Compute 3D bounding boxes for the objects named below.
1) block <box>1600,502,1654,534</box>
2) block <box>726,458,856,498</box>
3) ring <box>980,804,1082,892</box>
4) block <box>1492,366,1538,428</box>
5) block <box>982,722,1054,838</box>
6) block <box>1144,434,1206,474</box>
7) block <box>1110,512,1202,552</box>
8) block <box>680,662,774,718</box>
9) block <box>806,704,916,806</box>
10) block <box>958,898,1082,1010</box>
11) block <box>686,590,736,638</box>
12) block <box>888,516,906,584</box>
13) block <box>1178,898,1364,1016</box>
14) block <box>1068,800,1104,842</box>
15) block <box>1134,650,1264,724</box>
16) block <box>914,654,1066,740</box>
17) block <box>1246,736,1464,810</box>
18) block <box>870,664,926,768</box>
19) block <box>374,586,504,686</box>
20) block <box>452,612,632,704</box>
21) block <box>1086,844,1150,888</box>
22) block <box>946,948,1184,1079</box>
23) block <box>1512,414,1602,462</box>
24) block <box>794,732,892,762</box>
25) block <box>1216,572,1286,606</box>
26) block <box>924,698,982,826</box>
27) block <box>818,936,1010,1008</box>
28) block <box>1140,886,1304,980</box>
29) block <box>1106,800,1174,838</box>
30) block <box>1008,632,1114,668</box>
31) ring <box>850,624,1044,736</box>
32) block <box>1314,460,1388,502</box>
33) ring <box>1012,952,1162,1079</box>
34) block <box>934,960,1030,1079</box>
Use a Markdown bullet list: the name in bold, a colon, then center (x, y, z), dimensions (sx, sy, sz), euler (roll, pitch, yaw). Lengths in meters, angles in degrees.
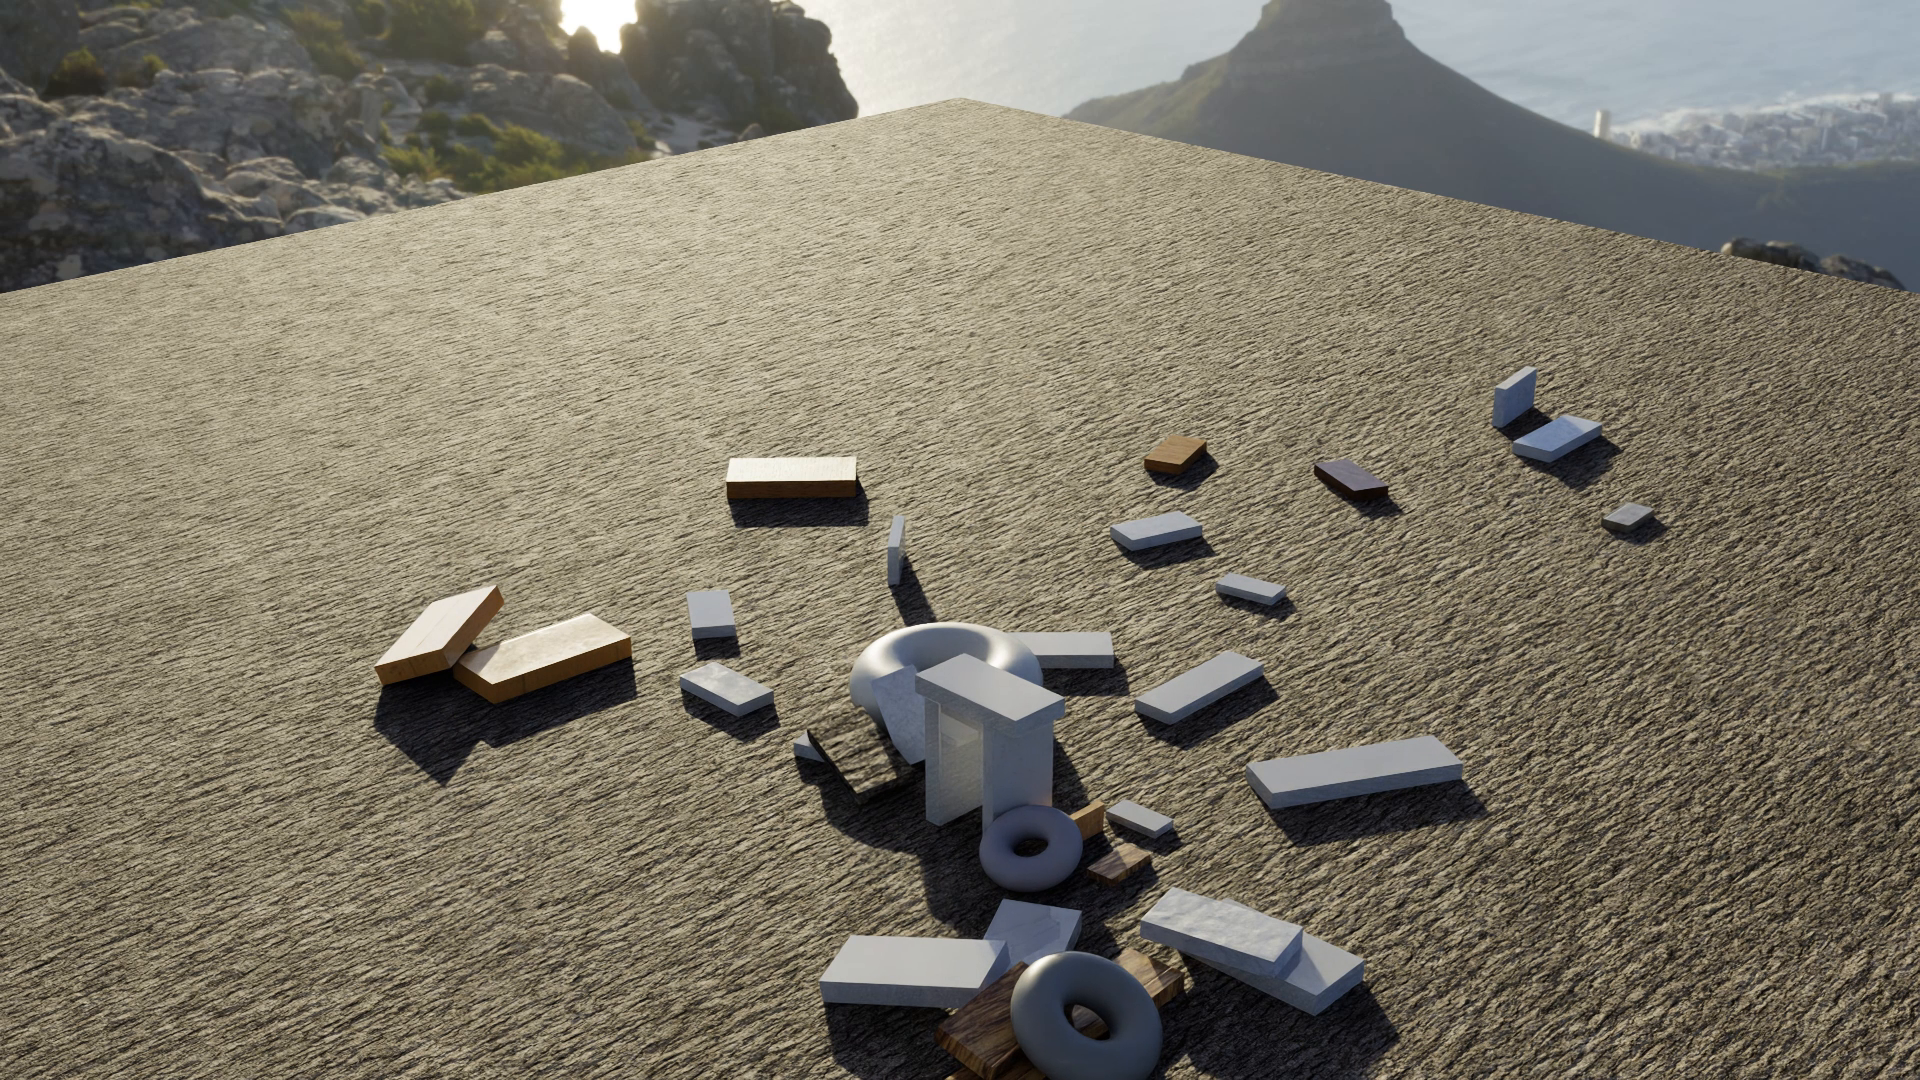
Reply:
- **block**: center (1.784, -0.061, 5.875), dimensions (0.077, 0.022, 0.155), euler (19, 29, 37)
- **block**: center (-0.465, -0.174, 6.106), dimensions (0.353, 0.050, 0.176), euler (-1, 23, -2)
- **ring**: center (0.137, 0.593, 4.230), dimensions (0.202, 0.067, 0.202), euler (-8, 39, 7)
- **block**: center (1.671, -0.432, 6.625), dimensions (0.034, 0.121, 0.241), euler (15, 27, 32)
- **block**: center (0.113, 0.467, 4.307), dimensions (0.138, 0.275, 0.039), euler (-13, 26, -29)
- **block**: center (0.618, -0.245, 6.299), dimensions (0.109, 0.031, 0.218), euler (11, 25, 24)
- **block**: center (0.516, -0.024, 5.778), dimensions (0.218, 0.031, 0.109), euler (-12, 26, -26)
- **block**: center (-0.524, 0.334, 4.936), dimensions (0.205, 0.029, 0.103), euler (21, 31, 40)
- **block**: center (-0.208, 0.448, 4.587), dimensions (0.130, 0.037, 0.259), euler (-21, 36, -19)
- **block**: center (0.110, 0.750, 3.939), dimensions (0.150, 0.043, 0.301), euler (6, 24, 15)
- **block**: center (-0.601, 0.178, 5.304), dimensions (0.103, 0.029, 0.205), euler (-4, 23, -9)
- **block**: center (-0.161, 0.024, 5.572), dimensions (0.029, 0.103, 0.205), euler (1, 23, 3)
- **block**: center (0.556, 0.745, 3.950), dimensions (0.301, 0.043, 0.150), euler (20, 30, 39)
- **block**: center (0.237, 0.566, 4.346), dimensions (0.123, 0.062, 0.017), euler (-21, 33, -40)
- **block**: center (0.540, 0.330, 4.946), dimensions (0.101, 0.029, 0.340), euler (20, 30, 39)
- **block**: center (0.057, 0.302, 4.293), dimensions (0.138, 0.039, 0.275), euler (-21, 31, -40)
- **block**: center (0.821, 0.482, 4.578), dimensions (0.433, 0.037, 0.130), euler (-7, 24, -16)
- **block**: center (-0.107, 0.374, 4.637), dimensions (0.101, 0.202, 0.029), euler (-22, -20, 0)
- **block**: center (-1.206, 0.218, 5.111), dimensions (0.176, 0.050, 0.353), euler (-15, 19, 15)
- **block**: center (-0.960, 0.269, 5.062), dimensions (0.367, 0.050, 0.176), euler (-19, 30, -38)
- **block**: center (0.306, 0.629, 4.256), dimensions (0.062, 0.017, 0.123), euler (19, 29, 37)
- **block**: center (0.161, 0.850, 3.715), dimensions (0.120, 0.034, 0.583), euler (19, 29, 37)
- **block**: center (1.744, -0.297, 6.418), dimensions (0.121, 0.034, 0.313), euler (19, 30, 38)
- **block**: center (-0.241, 0.444, 4.677), dimensions (0.203, 0.029, 0.101), euler (11, 26, 25)
- **block**: center (0.720, 0.121, 5.448), dimensions (0.155, 0.022, 0.077), euler (15, 27, 31)
- **block**: center (-0.007, 0.423, 4.411), dimensions (0.138, 0.275, 0.039), euler (-21, 31, -41)
- **block**: center (-0.079, 0.756, 3.854), dimensions (0.301, 0.043, 0.150), euler (-2, 21, 22)
- **block**: center (0.469, 0.704, 3.946), dimensions (0.259, 0.037, 0.130), euler (13, 26, 28)
- **block**: center (0.361, 0.560, 4.418), dimensions (0.123, 0.017, 0.062), euler (19, 30, 38)
- **block**: center (0.233, 0.256, 5.113), dimensions (0.241, 0.034, 0.121), euler (0, 23, 0)
- **ring**: center (-0.030, 0.314, 4.843), dimensions (0.429, 0.143, 0.429), euler (-1, 23, 0)
- **block**: center (1.087, -0.167, 6.115), dimensions (0.109, 0.031, 0.218), euler (-9, 24, -19)
- **ring**: center (0.211, 0.802, 3.658), dimensions (0.268, 0.089, 0.268), euler (15, 39, -13)
- **block**: center (0.077, 0.806, 3.690), dimensions (0.120, 0.034, 0.239), euler (32, 36, 25)
